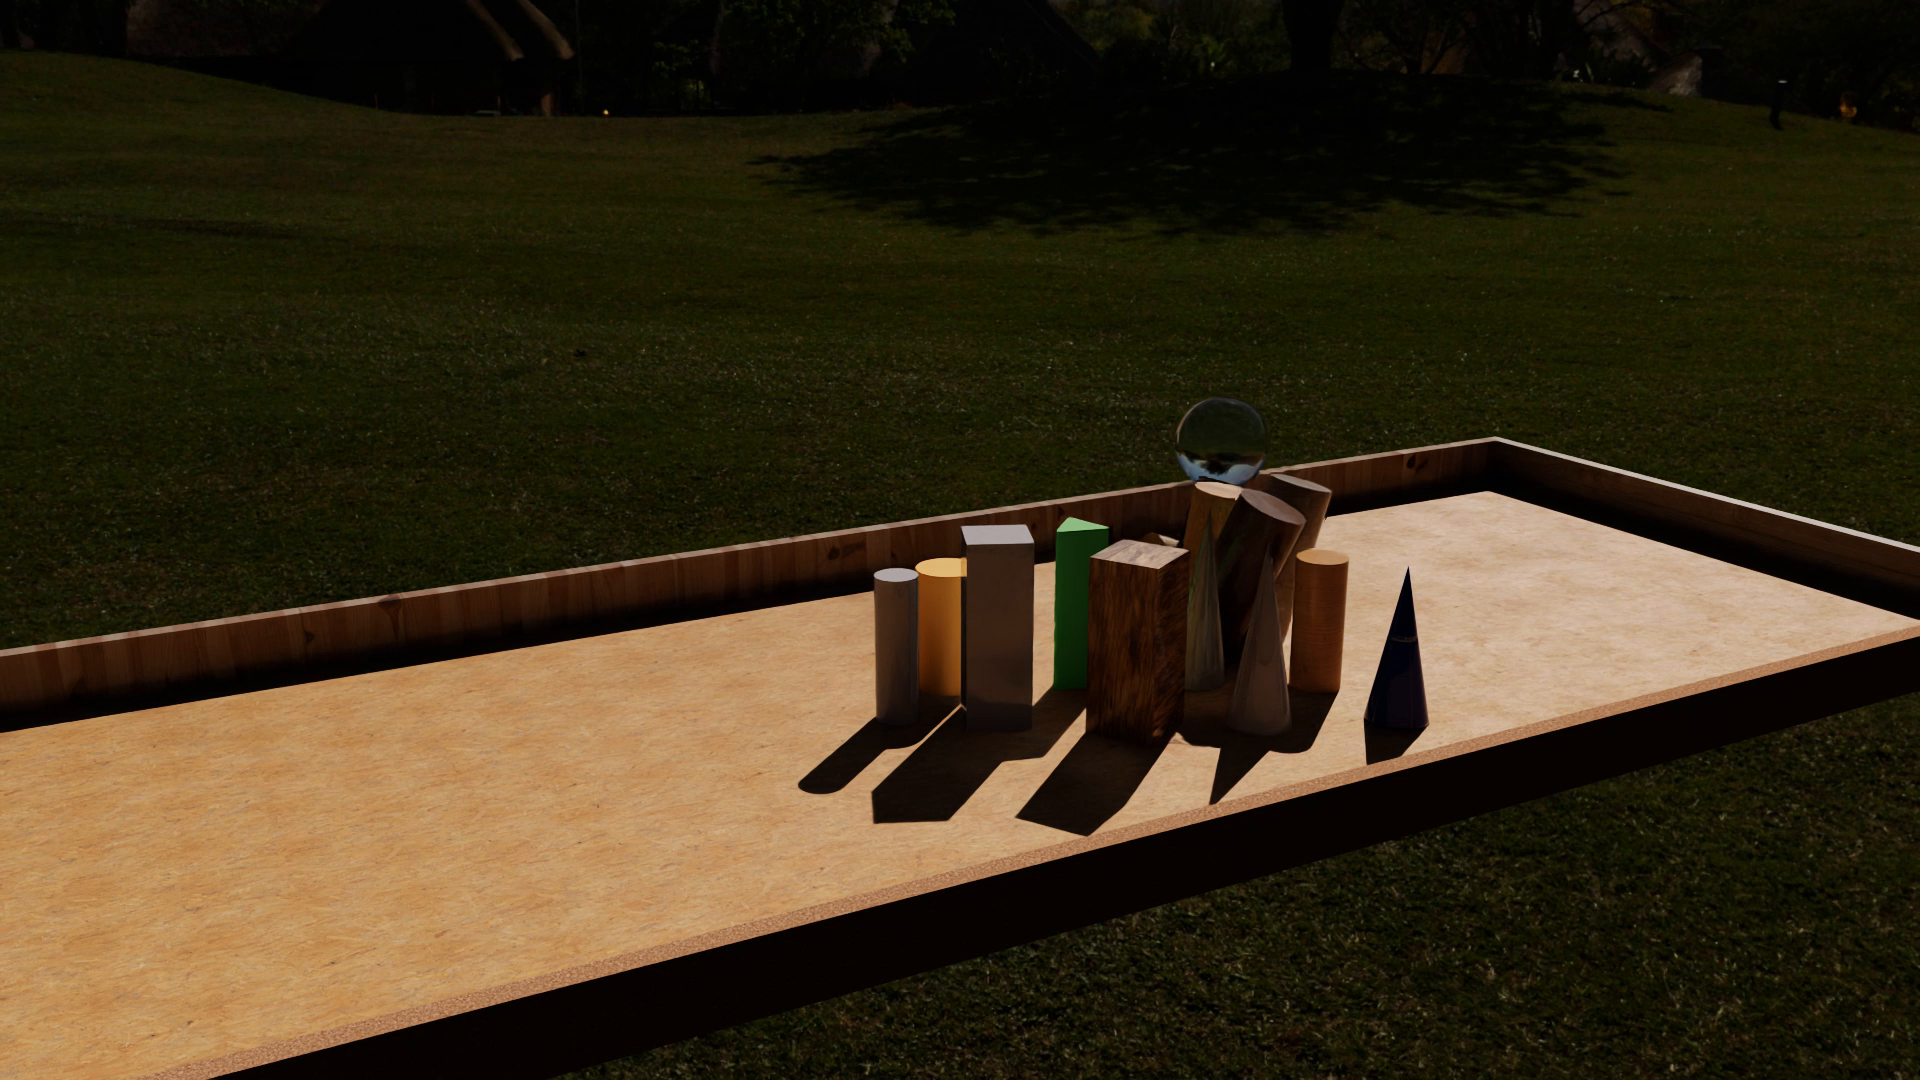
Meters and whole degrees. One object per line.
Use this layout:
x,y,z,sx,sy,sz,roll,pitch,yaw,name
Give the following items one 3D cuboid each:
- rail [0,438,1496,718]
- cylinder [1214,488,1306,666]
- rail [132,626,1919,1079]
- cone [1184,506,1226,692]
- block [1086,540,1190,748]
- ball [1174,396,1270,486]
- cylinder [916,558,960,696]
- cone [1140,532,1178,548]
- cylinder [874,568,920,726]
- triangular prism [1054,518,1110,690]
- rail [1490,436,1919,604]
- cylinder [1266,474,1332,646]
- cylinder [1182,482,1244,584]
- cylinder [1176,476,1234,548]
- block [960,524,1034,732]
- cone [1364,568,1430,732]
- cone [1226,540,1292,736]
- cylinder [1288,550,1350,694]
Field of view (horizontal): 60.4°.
-3.305,0.497,3.399,12.000,0.150,0.050,-9,18,-27,rail
0.710,0.096,4.219,0.179,0.420,0.179,20,21,-8,cylinder
-2.336,1.006,1.665,12.000,0.150,0.050,-9,18,-27,rail
0.601,0.132,4.082,0.157,0.457,0.157,2,18,-1,cone
0.409,0.235,3.803,0.170,0.425,0.170,10,19,30,block
0.855,-0.316,5.389,0.308,0.308,0.308,0,16,0,ball
-0.031,0.214,4.083,0.156,0.307,0.156,0,16,0,cylinder
0.725,0.053,5.056,0.352,0.135,0.135,3,13,-31,cone
-0.148,0.251,3.872,0.104,0.355,0.104,0,16,0,cylinder
0.285,0.156,4.097,0.133,0.410,0.115,-4,17,-13,triangular prism
2.466,-0.048,5.253,0.050,0.150,2.100,-9,18,-27,rail
0.838,0.054,4.357,0.164,0.431,0.164,15,12,-3,cylinder
0.688,0.050,4.470,0.180,0.380,0.180,9,15,-2,cylinder
0.709,0.004,4.677,0.168,0.335,0.168,17,1,0,cylinder
0.085,0.205,3.854,0.154,0.454,0.154,-1,16,-5,block
1.033,0.242,3.852,0.152,0.384,0.152,0,16,0,cone
0.705,0.213,3.821,0.154,0.455,0.154,0,16,0,cone
0.885,0.202,4.071,0.127,0.335,0.127,0,16,0,cylinder
